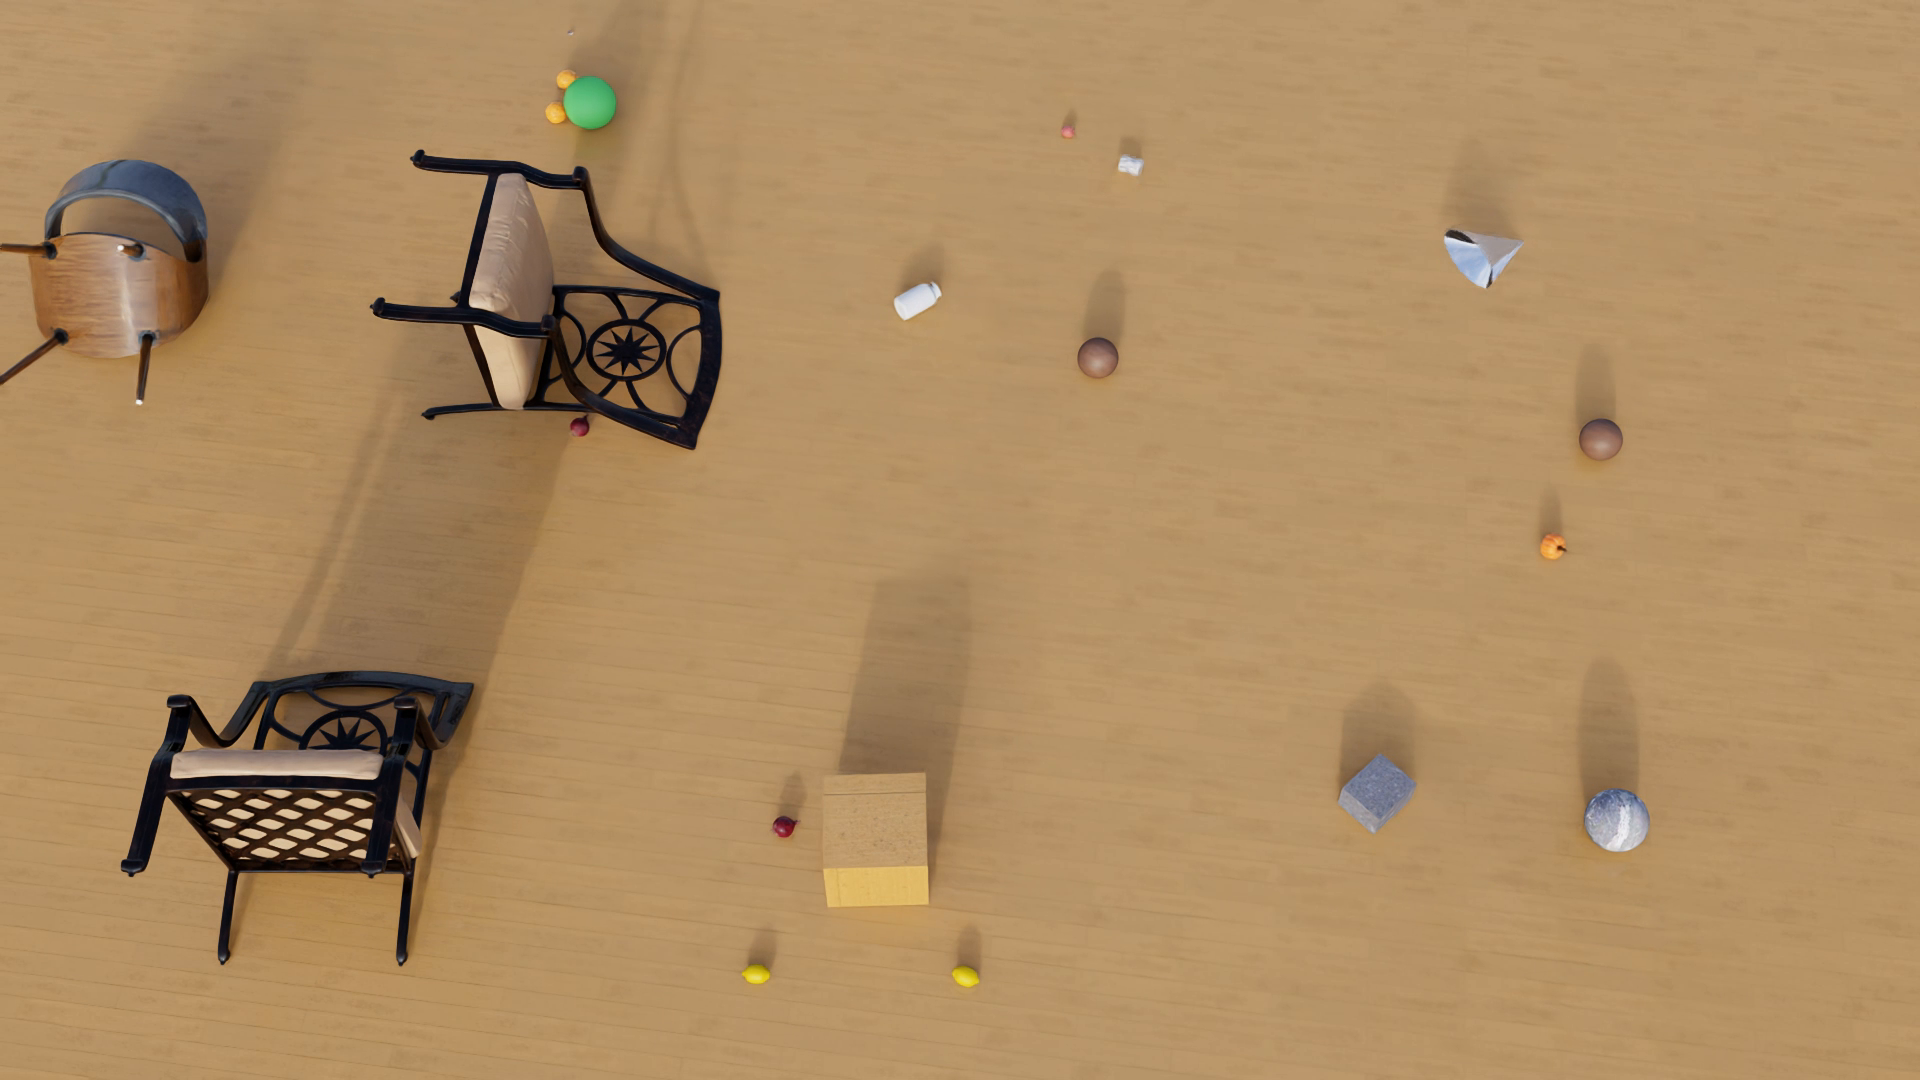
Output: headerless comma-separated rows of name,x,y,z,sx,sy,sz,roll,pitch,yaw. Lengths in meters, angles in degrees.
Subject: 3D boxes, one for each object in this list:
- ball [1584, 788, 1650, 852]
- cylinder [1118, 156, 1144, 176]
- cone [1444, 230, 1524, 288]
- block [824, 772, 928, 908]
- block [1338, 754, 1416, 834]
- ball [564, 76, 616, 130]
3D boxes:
ball,1.780,0.760,5.961,0.172,0.172,0.172,0,56,0
cylinder,0.573,-1.255,7.381,0.071,0.052,0.066,18,22,12
cone,1.751,-0.946,7.173,0.254,0.123,0.243,-19,59,-28
block,-0.224,0.804,5.891,0.271,0.238,0.273,-1,56,-1
block,1.147,0.698,6.049,0.158,0.094,0.131,-38,64,-22
ball,-1.256,-1.484,7.462,0.178,0.178,0.178,0,56,0
